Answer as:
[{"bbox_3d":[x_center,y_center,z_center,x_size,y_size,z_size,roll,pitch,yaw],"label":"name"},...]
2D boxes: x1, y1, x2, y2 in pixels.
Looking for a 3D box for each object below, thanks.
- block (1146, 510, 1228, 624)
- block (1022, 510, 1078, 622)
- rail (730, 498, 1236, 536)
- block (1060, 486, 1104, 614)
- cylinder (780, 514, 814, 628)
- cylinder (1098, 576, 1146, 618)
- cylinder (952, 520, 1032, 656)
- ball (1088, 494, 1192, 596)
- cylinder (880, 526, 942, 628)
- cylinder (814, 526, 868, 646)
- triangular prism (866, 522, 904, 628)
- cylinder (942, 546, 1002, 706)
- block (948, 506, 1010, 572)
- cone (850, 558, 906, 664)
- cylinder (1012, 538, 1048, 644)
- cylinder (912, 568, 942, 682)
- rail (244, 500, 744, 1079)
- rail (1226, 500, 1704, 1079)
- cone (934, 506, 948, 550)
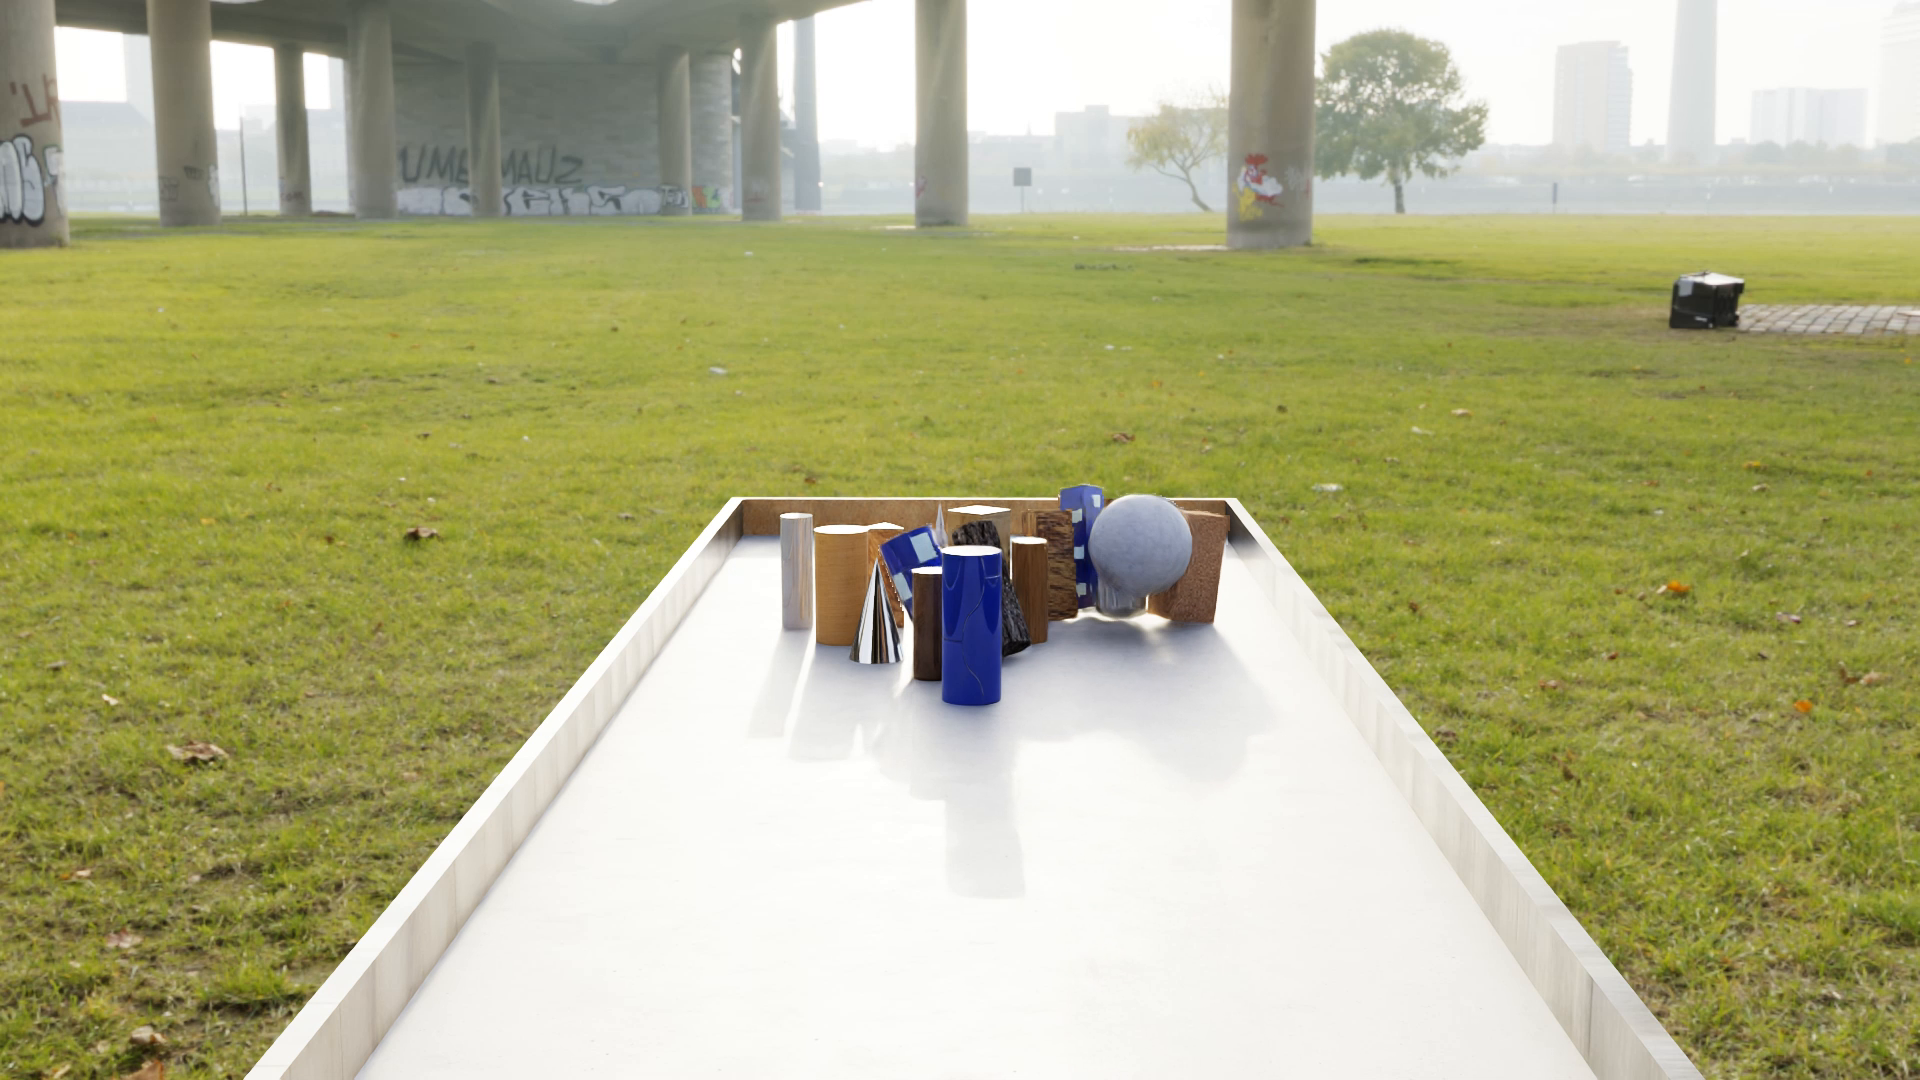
[{"bbox_3d":[0.752,0.085,7.269,0.162,0.355,0.162,5,5,-27],"label":"block"},{"bbox_3d":[0.298,0.084,7.277,0.127,0.361,0.127,-3,0,-20],"label":"block"},{"bbox_3d":[0.099,-0.098,9.147,2.100,0.150,0.050,0,9,1],"label":"rail"},{"bbox_3d":[0.421,0.033,7.399,0.104,0.414,0.104,-12,-15,40],"label":"block"},{"bbox_3d":[-0.534,0.101,7.203,0.106,0.366,0.106,0,9,0],"label":"cylinder"},{"bbox_3d":[0.538,0.084,7.314,0.164,0.326,0.164,1,-16,0],"label":"cylinder"},{"bbox_3d":[0.095,0.150,6.749,0.137,0.402,0.137,-15,-19,-5],"label":"cylinder"},{"bbox_3d":[0.580,0.017,7.073,0.332,0.332,0.332,0,9,0],"label":"ball"},{"bbox_3d":[-0.100,0.152,6.794,0.176,0.352,0.176,-23,-6,-3],"label":"cylinder"},{"bbox_3d":[-0.374,0.143,6.963,0.171,0.358,0.171,0,9,0],"label":"cylinder"},{"bbox_3d":[-0.250,0.115,7.232,0.140,0.329,0.121,0,9,3],"label":"triangular prism"},{"bbox_3d":[0.032,0.238,6.154,0.168,0.423,0.168,0,9,0],"label":"cylinder"},{"bbox_3d":[0.063,0.091,7.213,0.145,0.383,0.145,8,12,41],"label":"block"},{"bbox_3d":[-0.254,0.206,6.710,0.174,0.313,0.174,0,9,0],"label":"cone"},{"bbox_3d":[0.220,0.161,6.966,0.113,0.322,0.113,0,9,0],"label":"cylinder"},{"bbox_3d":[-0.082,0.246,6.440,0.113,0.319,0.113,0,9,0],"label":"cylinder"},{"bbox_3d":[-1.004,0.839,3.234,0.050,0.150,12.000,0,9,1],"label":"rail"},{"bbox_3d":[1.046,0.843,3.208,0.050,0.150,12.000,0,9,1],"label":"rail"},{"bbox_3d":[-0.063,0.101,6.932,0.157,0.450,0.157,0,9,0],"label":"cone"}]
